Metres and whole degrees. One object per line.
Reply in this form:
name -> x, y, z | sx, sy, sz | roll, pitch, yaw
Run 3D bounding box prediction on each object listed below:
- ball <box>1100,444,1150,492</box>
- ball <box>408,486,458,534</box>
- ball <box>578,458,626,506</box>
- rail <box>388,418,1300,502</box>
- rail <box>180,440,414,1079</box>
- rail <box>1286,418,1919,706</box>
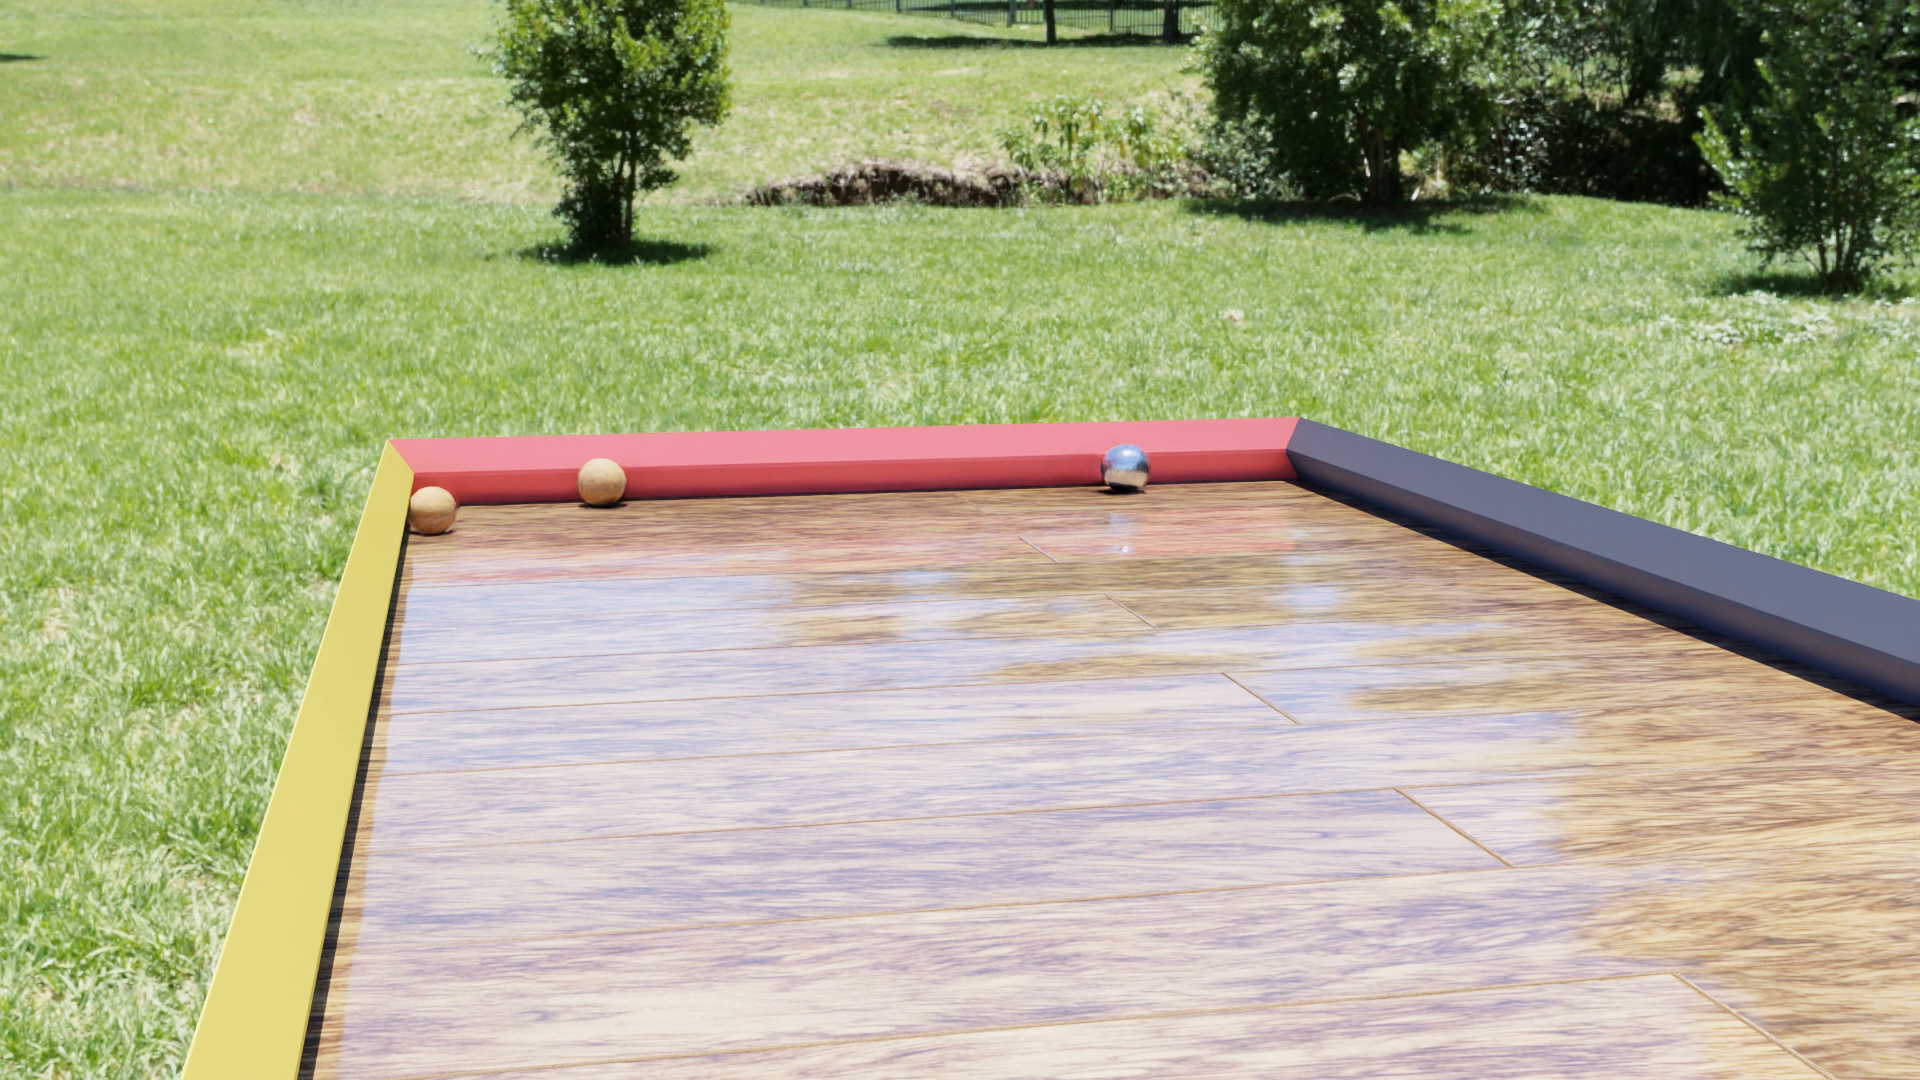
ball -> 0.301, -0.131, 4.013 | 0.088, 0.088, 0.088 | 0, 9, 0
ball -> -0.852, -0.049, 3.554 | 0.078, 0.078, 0.078 | 0, 9, 0
ball -> -0.627, -0.102, 3.847 | 0.085, 0.085, 0.085 | 0, 9, 0
rail -> -0.171, -0.144, 4.006 | 1.691, 0.115, 0.045 | -2, 10, -12
rail -> -0.627, 0.147, 2.263 | 0.045, 0.115, 3.306 | -2, 10, -12
rail -> 0.979, 0.090, 2.609 | 0.045, 0.115, 3.306 | -2, 10, -12
